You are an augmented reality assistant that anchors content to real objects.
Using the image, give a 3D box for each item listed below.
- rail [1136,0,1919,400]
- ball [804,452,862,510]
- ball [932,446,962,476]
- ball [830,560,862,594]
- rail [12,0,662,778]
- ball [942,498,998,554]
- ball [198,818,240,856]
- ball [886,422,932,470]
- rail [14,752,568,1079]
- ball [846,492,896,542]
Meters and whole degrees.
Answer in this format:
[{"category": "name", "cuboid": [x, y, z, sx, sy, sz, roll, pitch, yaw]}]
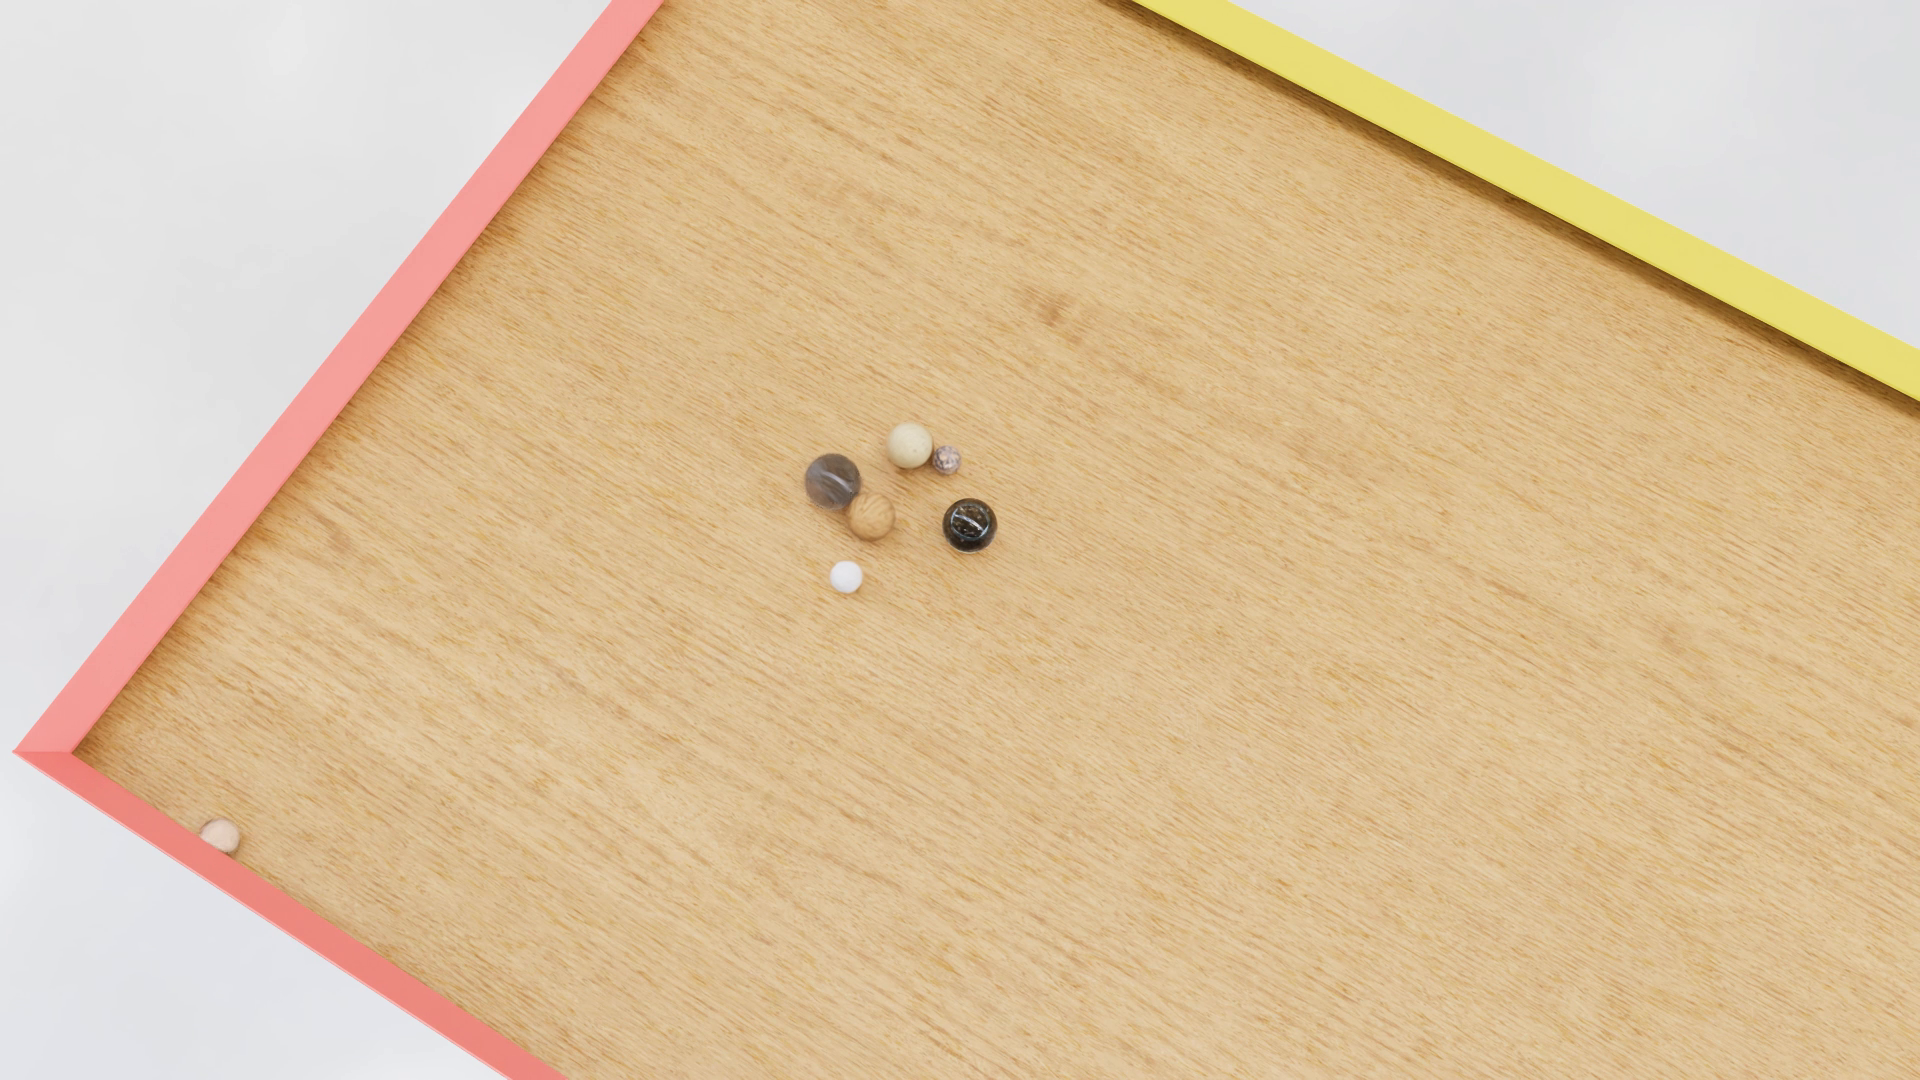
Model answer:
[{"category": "rail", "cuboid": [1.394, -0.334, 3.574, 4.018, 0.117, 0.045, 30, 72, 11]}, {"category": "ball", "cuboid": [-0.202, -0.093, 3.496, 0.090, 0.090, 0.090, 0, 69, 0]}, {"category": "ball", "cuboid": [-0.021, -0.128, 3.532, 0.048, 0.048, 0.048, 0, 69, 0]}, {"category": "ball", "cuboid": [-0.178, 0.058, 3.458, 0.051, 0.051, 0.051, 0, 69, 0]}, {"category": "rail", "cuboid": [-0.836, -0.487, 3.633, 0.045, 0.117, 2.102, 30, 72, 11]}, {"category": "ball", "cuboid": [0.016, -0.023, 3.469, 0.089, 0.089, 0.089, 0, 69, 0]}, {"category": "ball", "cuboid": [-1.112, 0.446, 3.302, 0.059, 0.059, 0.059, 0, 69, 0]}, {"category": "ball", "cuboid": [-0.081, -0.151, 3.526, 0.075, 0.075, 0.075, 0, 69, 0]}, {"category": "rail", "cuboid": [0.318, 1.298, 2.939, 4.018, 0.117, 0.045, 30, 72, 11]}, {"category": "ball", "cuboid": [-0.141, -0.037, 3.480, 0.079, 0.079, 0.079, 0, 69, 0]}]
